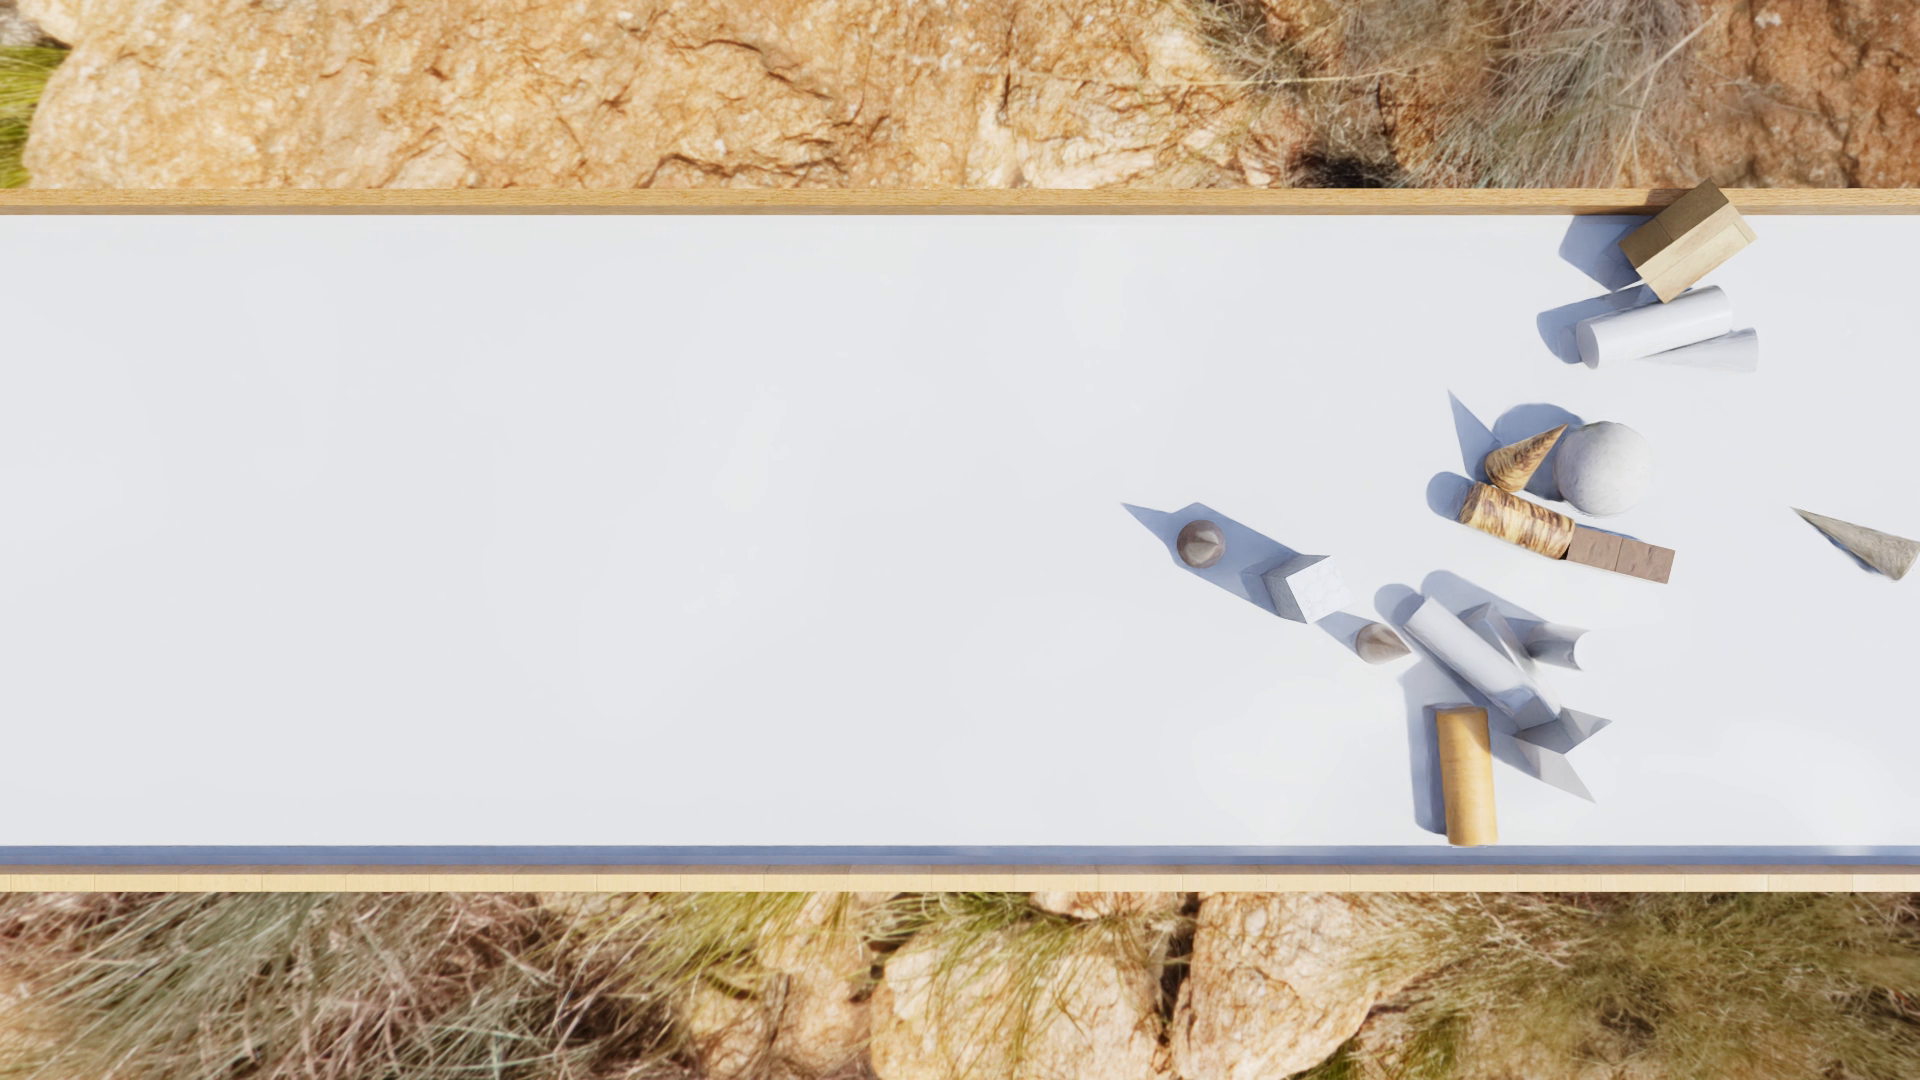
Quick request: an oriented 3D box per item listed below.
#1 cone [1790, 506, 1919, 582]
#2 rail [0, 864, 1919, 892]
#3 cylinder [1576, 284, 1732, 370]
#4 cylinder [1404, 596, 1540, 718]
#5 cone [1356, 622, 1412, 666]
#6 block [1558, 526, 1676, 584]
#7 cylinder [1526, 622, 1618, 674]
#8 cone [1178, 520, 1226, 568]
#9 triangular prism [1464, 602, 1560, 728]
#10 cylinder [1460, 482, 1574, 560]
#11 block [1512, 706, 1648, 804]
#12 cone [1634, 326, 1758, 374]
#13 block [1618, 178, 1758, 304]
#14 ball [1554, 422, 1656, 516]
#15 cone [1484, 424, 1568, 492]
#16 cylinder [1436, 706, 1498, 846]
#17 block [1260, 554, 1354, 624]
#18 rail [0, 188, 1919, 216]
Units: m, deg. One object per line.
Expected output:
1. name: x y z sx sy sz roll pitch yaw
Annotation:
1. cone: 2.713 -0.020 5.043 0.372 0.137 0.137 28 90 10
2. rail: -2.247 1.025 5.001 12.000 0.150 0.050 0 90 0
3. cylinder: 2.100 -0.645 4.998 0.412 0.156 0.156 -15 90 0
4. cylinder: 1.538 0.350 4.961 0.410 0.125 0.125 42 90 16
5. cone: 1.283 0.320 4.876 0.131 0.401 0.131 0 90 0
6. block: 1.992 0.046 5.023 0.314 0.106 0.106 14 90 0
7. cylinder: 1.803 0.318 4.875 0.128 0.403 0.128 0 90 0
8. cone: 0.743 0.013 4.913 0.152 0.327 0.152 0 90 0
9. triangular prism: 1.680 0.385 5.007 0.149 0.129 0.375 -35 90 -1
10. cylinder: 1.690 -0.058 5.007 0.301 0.139 0.139 22 90 0
11. block: 1.814 0.626 4.855 0.170 0.443 0.170 -34 90 0
12. cone: 2.230 -0.566 5.042 0.359 0.141 0.141 -3 90 11
13. block: 2.163 -0.890 4.908 0.164 0.164 0.308 38 119 -25
14. ball: 1.926 -0.213 4.934 0.284 0.284 0.284 0 90 0
15. cone: 1.713 -0.275 4.898 0.145 0.327 0.145 7 65 -14
16. cylinder: 1.538 0.714 5.002 0.150 0.150 0.398 -5 90 0
17. block: 1.020 0.142 4.875 0.147 0.403 0.147 -26 90 0
18. rail: -2.247 -1.025 5.002 12.000 0.150 0.050 0 90 0
